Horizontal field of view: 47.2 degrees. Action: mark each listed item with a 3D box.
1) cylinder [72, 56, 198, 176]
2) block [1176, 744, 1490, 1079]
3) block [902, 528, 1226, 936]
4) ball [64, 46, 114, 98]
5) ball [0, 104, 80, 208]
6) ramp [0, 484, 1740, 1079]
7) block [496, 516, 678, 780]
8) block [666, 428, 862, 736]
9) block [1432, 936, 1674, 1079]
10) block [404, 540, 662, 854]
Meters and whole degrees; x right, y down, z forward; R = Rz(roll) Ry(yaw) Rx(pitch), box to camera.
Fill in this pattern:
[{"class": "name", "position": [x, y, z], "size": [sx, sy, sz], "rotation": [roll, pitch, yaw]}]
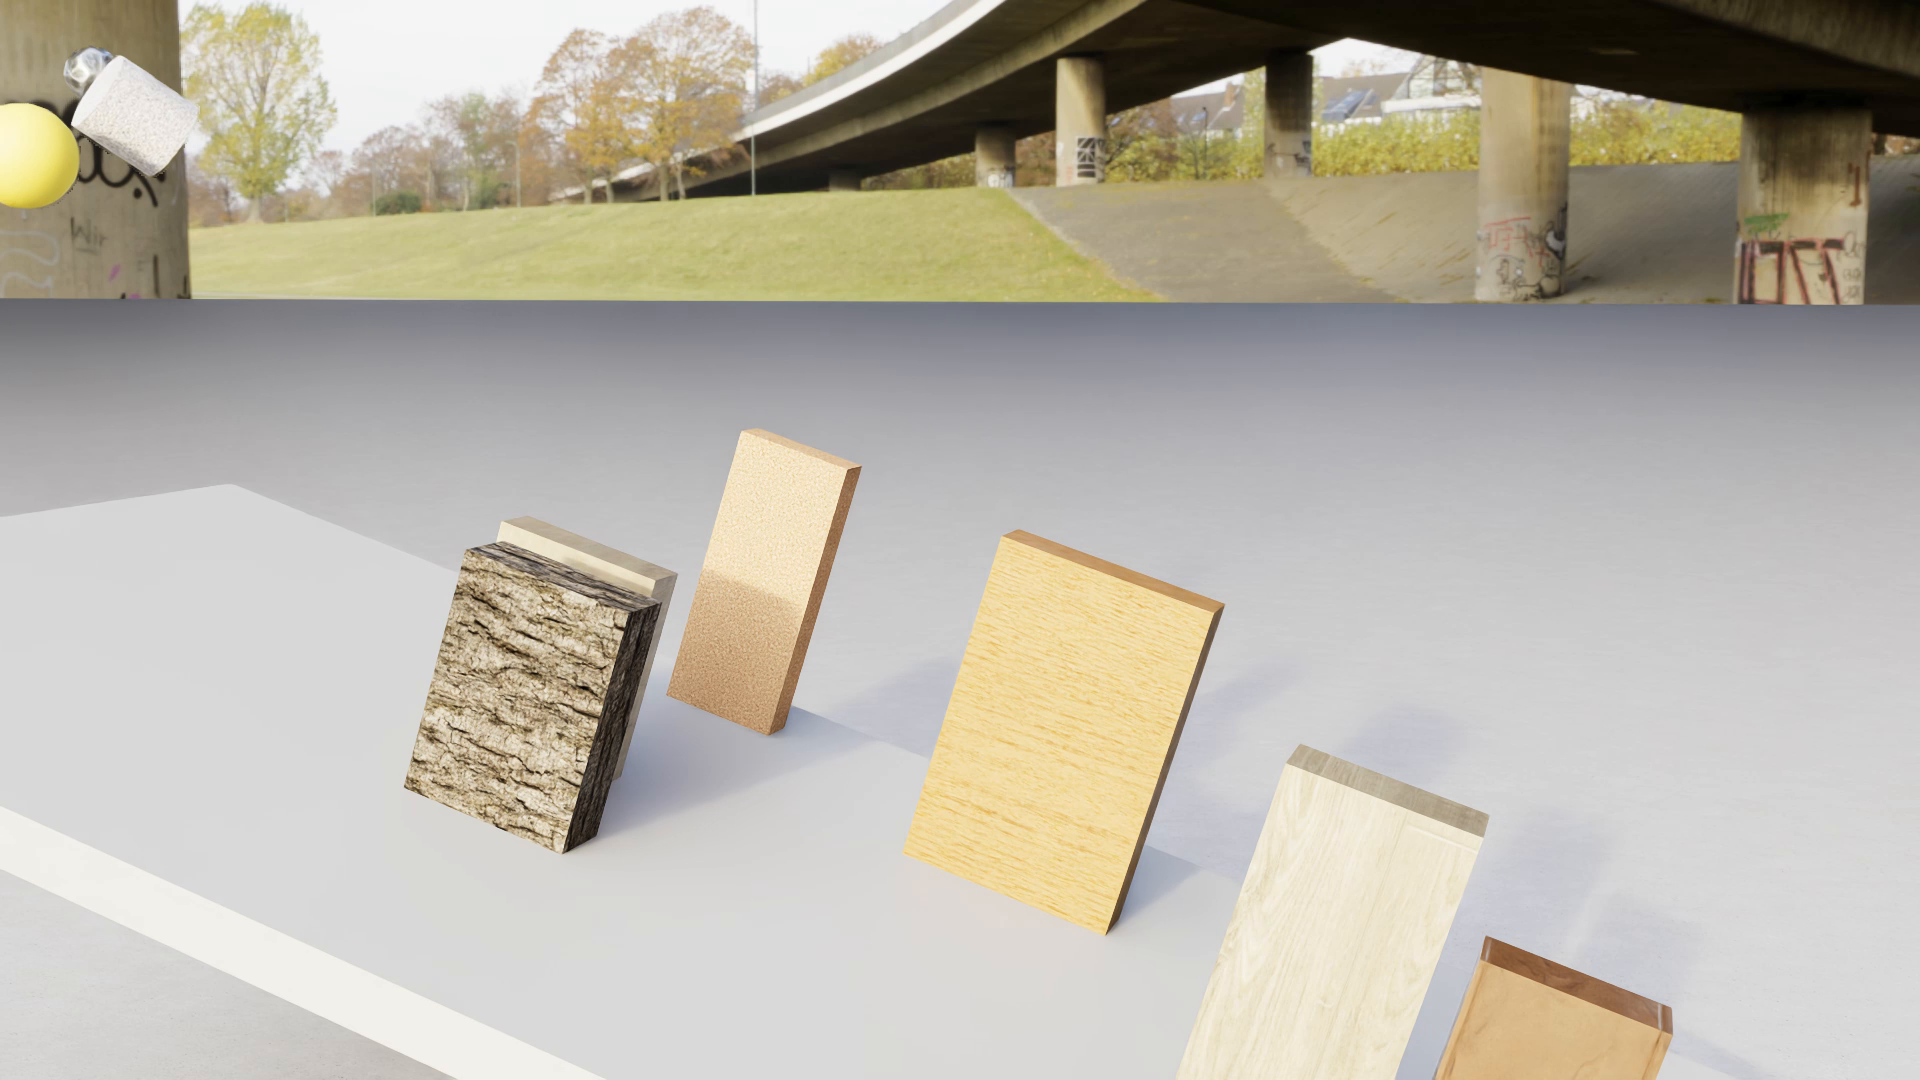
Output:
[{"class": "cylinder", "position": [-1.733, -0.891, 4.622], "size": [0.179, 0.179, 0.179], "rotation": [36, -16, -34]}, {"class": "block", "position": [0.556, 0.710, 3.442], "size": [0.310, 0.700, 0.149], "rotation": [20, 12, 14]}, {"class": "block", "position": [0.205, 0.385, 4.449], "size": [0.449, 0.696, 0.127], "rotation": [20, 12, 14]}, {"class": "ball", "position": [-1.911, -1.027, 4.848], "size": [0.120, 0.120, 0.120], "rotation": [0, 7, 0]}, {"class": "ball", "position": [-1.854, -0.760, 4.353], "size": [0.206, 0.206, 0.206], "rotation": [0, 7, 0]}, {"class": "ramp", "position": [-0.360, 0.684, 4.228], "size": [4.000, 0.100, 2.000], "rotation": [20, 12, 14]}, {"class": "block", "position": [-0.797, 0.221, 4.402], "size": [0.346, 0.442, 0.108], "rotation": [20, 12, 14]}, {"class": "block", "position": [-0.447, 0.094, 4.997], "size": [0.263, 0.641, 0.099], "rotation": [20, 12, 14]}, {"class": "block", "position": [0.790, 0.902, 3.176], "size": [0.275, 0.583, 0.121], "rotation": [20, 12, 14]}, {"class": "block", "position": [-0.787, 0.286, 4.044], "size": [0.337, 0.471, 0.141], "rotation": [20, 12, 14]}]
